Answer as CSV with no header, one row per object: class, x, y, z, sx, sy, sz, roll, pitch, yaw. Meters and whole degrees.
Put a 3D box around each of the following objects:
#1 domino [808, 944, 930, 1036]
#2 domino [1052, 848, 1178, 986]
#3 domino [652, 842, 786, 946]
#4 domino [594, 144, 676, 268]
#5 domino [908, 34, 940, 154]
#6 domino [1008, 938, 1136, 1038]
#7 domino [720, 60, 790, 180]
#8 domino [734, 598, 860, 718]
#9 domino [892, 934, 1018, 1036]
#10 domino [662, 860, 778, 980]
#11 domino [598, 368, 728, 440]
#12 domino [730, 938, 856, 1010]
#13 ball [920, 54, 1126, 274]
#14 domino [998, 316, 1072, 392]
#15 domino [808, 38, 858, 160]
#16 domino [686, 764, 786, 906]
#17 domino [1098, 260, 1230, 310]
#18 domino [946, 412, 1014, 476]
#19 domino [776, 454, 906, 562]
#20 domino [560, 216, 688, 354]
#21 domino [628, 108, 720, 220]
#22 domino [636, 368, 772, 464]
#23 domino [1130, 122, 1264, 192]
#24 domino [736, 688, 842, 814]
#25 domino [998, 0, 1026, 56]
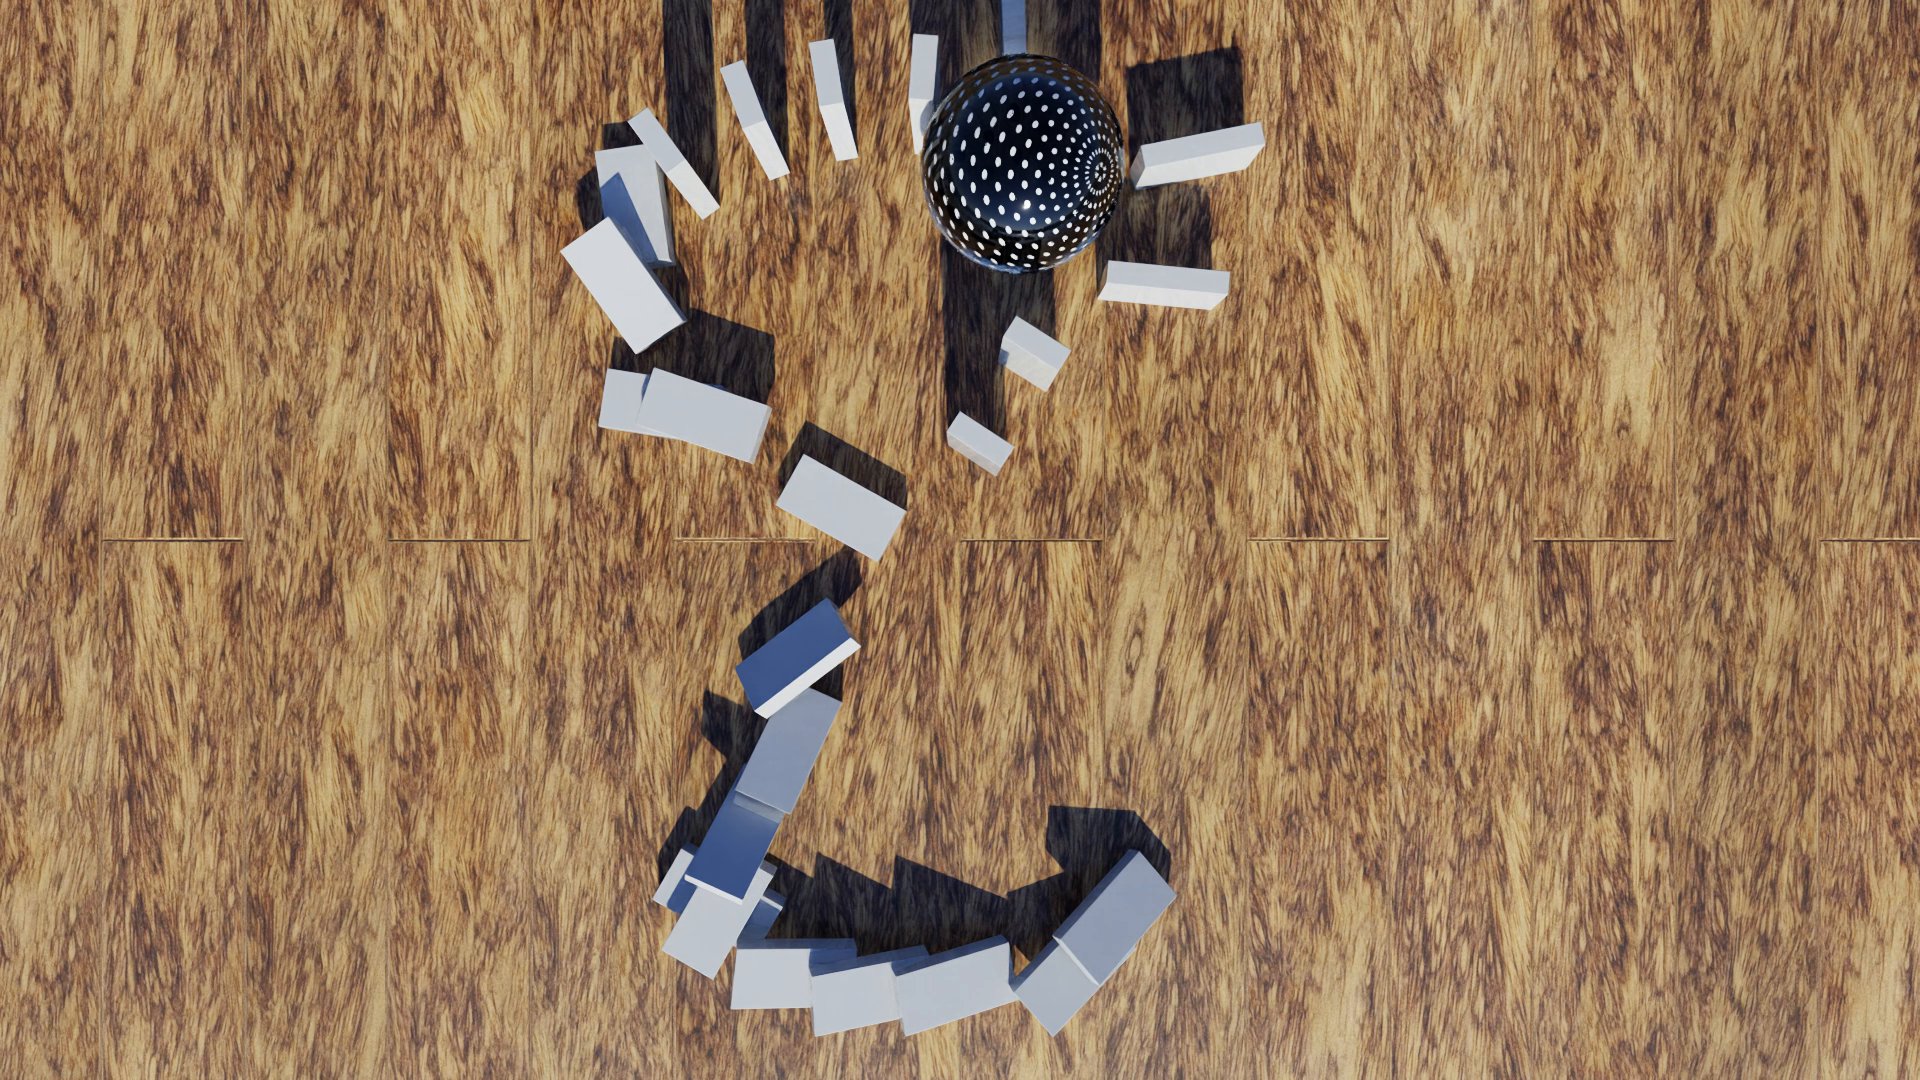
domino,-0.038,0.190,0.388,0.050,0.009,0.025,-3,91,-17
domino,0.066,0.158,0.387,0.050,0.010,0.025,-40,90,-20
domino,-0.103,0.155,0.395,0.050,0.010,0.025,30,90,0
domino,-0.140,-0.143,0.395,0.025,0.010,0.050,-8,90,0
domino,-0.014,-0.181,0.375,0.010,0.050,0.025,4,90,0
domino,0.048,0.182,0.390,0.050,0.009,0.025,-42,90,-12
domino,-0.083,-0.170,0.375,0.009,0.050,0.025,-21,90,0
domino,-0.069,0.050,0.389,0.050,0.010,0.025,-37,53,0
domino,-0.002,0.188,0.388,0.050,0.010,0.025,-9,90,-17
domino,-0.101,0.155,0.386,0.025,0.010,0.050,30,90,0
domino,-0.128,-0.057,0.395,0.050,0.010,0.025,9,90,0
domino,-0.071,0.184,0.389,0.050,0.010,0.025,6,90,-14
ball,0.024,-0.146,0.360,0.080,0.080,0.080,0,90,0
domino,0.030,-0.075,0.375,0.025,0.050,0.009,32,90,0
domino,-0.051,-0.179,0.375,0.009,0.050,0.025,-9,90,0
domino,-0.090,0.122,0.381,0.025,0.010,0.050,24,54,0
domino,0.085,-0.108,0.388,0.050,0.025,0.009,5,90,0
domino,0.008,-0.039,0.375,0.025,0.050,0.009,33,90,0
domino,-0.051,-0.014,0.395,0.050,0.009,0.025,29,90,0
domino,-0.142,-0.107,0.388,0.025,0.009,0.050,-32,104,6
domino,-0.116,-0.153,0.375,0.009,0.050,0.025,-36,90,0
domino,-0.108,-0.052,0.386,0.050,0.010,0.025,19,90,0
domino,0.099,-0.162,0.388,0.050,0.025,0.010,-11,90,0
domino,-0.072,0.087,0.388,0.025,0.010,0.050,24,73,0
domino,0.022,-0.224,0.388,0.009,0.025,0.050,-2,90,0
